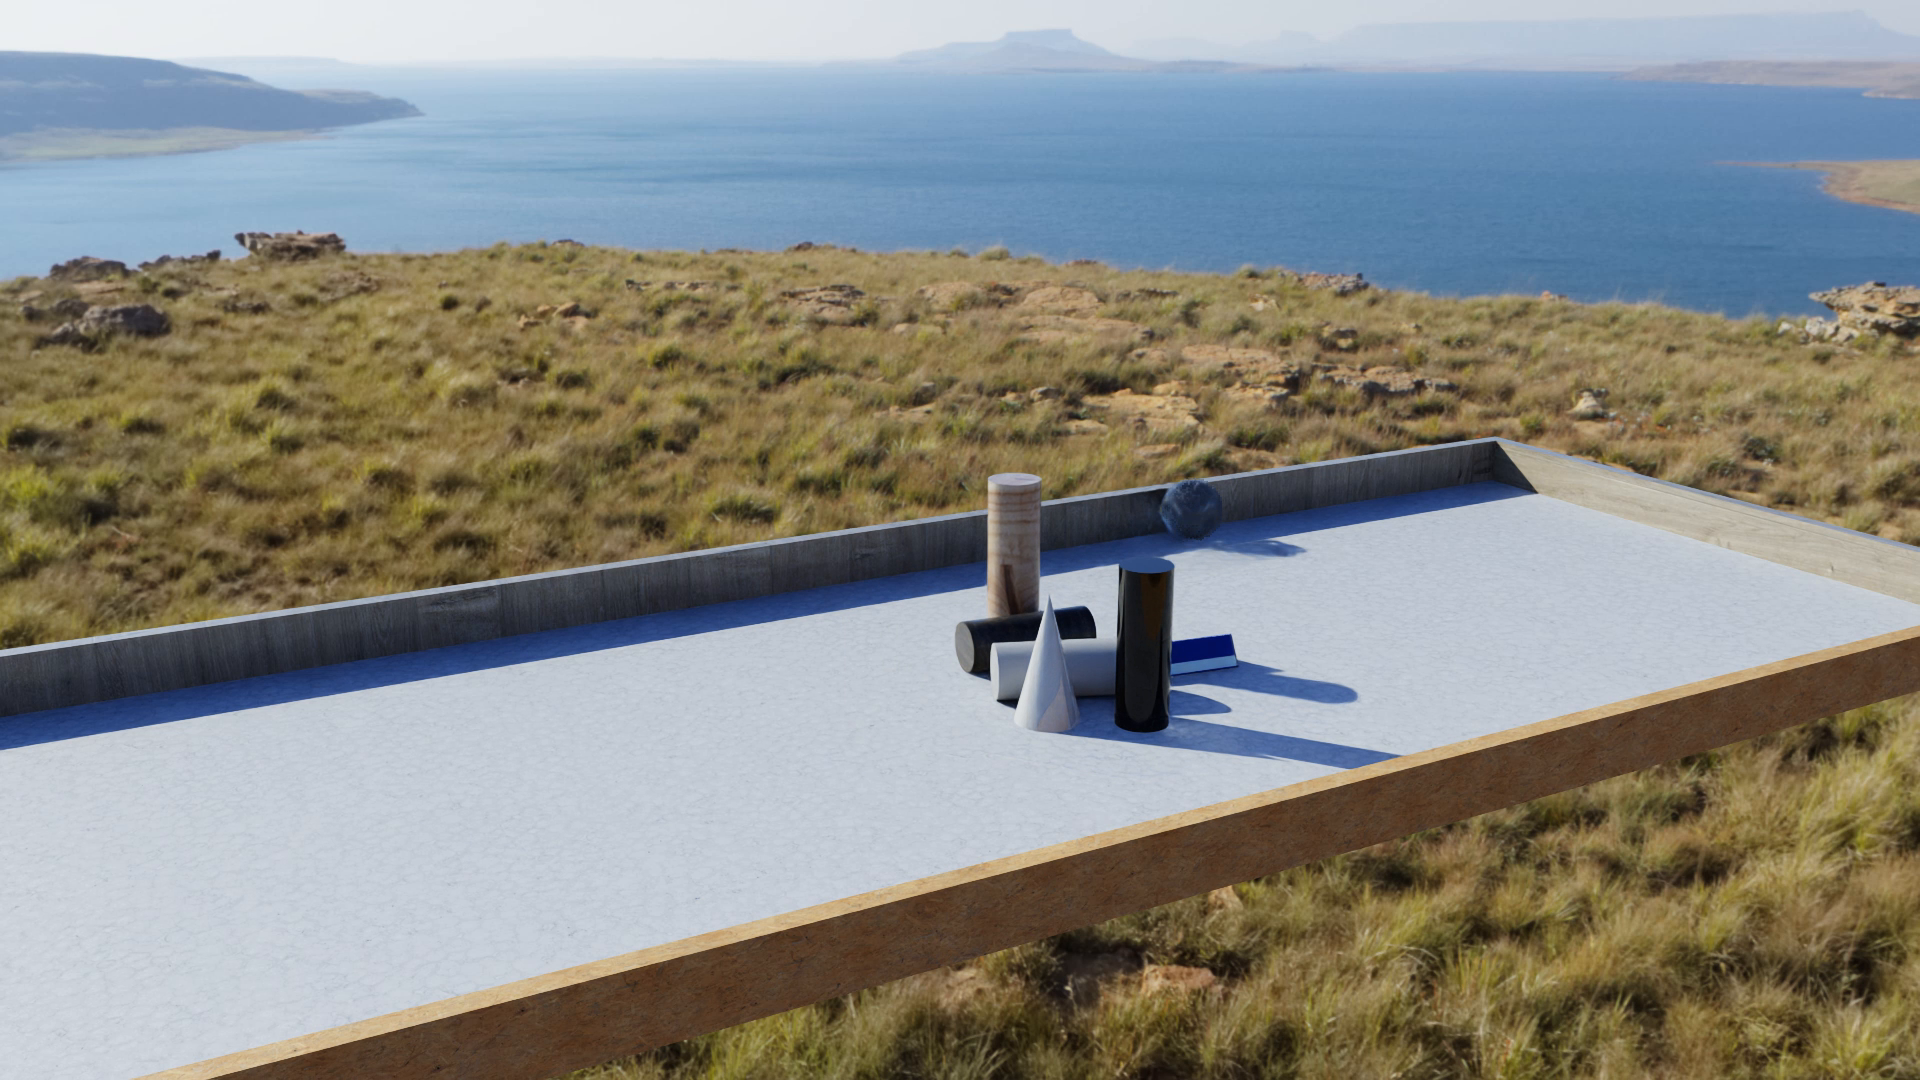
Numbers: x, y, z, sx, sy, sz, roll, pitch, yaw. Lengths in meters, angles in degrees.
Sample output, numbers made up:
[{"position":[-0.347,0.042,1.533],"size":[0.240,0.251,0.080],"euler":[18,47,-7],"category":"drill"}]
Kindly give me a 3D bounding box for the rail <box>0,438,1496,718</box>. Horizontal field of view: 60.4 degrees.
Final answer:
[{"position":[-3.305,0.497,3.399],"size":[12.000,0.150,0.050],"euler":[-9,18,-27],"category":"rail"}]

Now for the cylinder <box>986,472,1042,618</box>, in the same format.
[{"position":[0.142,0.060,4.345],"size":[0.139,0.452,0.139],"euler":[0,15,0],"category":"cylinder"}]

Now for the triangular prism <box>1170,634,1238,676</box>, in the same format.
[{"position":[0.554,0.293,4.212],"size":[0.310,0.077,0.089],"euler":[-6,18,-20],"category":"triangular prism"}]

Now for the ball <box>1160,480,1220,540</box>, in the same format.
[{"position":[0.747,-0.099,5.345],"size":[0.195,0.195,0.195],"euler":[0,16,0],"category":"ball"}]

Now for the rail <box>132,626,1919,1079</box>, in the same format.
[{"position":[-2.336,1.006,1.665],"size":[12.000,0.150,0.050],"euler":[-9,18,-27],"category":"rail"}]

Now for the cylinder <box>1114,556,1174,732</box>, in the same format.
[{"position":[0.429,0.243,3.838],"size":[0.128,0.388,0.128],"euler":[0,16,0],"category":"cylinder"}]

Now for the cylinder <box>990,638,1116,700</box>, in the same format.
[{"position":[0.251,0.314,4.038],"size":[0.336,0.139,0.139],"euler":[-2,17,-7],"category":"cylinder"}]

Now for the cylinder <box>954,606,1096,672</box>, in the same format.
[{"position":[0.170,0.254,4.260],"size":[0.343,0.130,0.130],"euler":[-7,18,-21],"category":"cylinder"}]

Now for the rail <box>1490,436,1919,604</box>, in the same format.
[{"position":[2.466,-0.048,5.253],"size":[0.050,0.150,2.100],"euler":[-9,18,-27],"category":"rail"}]

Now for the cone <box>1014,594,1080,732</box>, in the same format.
[{"position":[0.207,0.274,3.865],"size":[0.159,0.315,0.159],"euler":[0,16,0],"category":"cone"}]
